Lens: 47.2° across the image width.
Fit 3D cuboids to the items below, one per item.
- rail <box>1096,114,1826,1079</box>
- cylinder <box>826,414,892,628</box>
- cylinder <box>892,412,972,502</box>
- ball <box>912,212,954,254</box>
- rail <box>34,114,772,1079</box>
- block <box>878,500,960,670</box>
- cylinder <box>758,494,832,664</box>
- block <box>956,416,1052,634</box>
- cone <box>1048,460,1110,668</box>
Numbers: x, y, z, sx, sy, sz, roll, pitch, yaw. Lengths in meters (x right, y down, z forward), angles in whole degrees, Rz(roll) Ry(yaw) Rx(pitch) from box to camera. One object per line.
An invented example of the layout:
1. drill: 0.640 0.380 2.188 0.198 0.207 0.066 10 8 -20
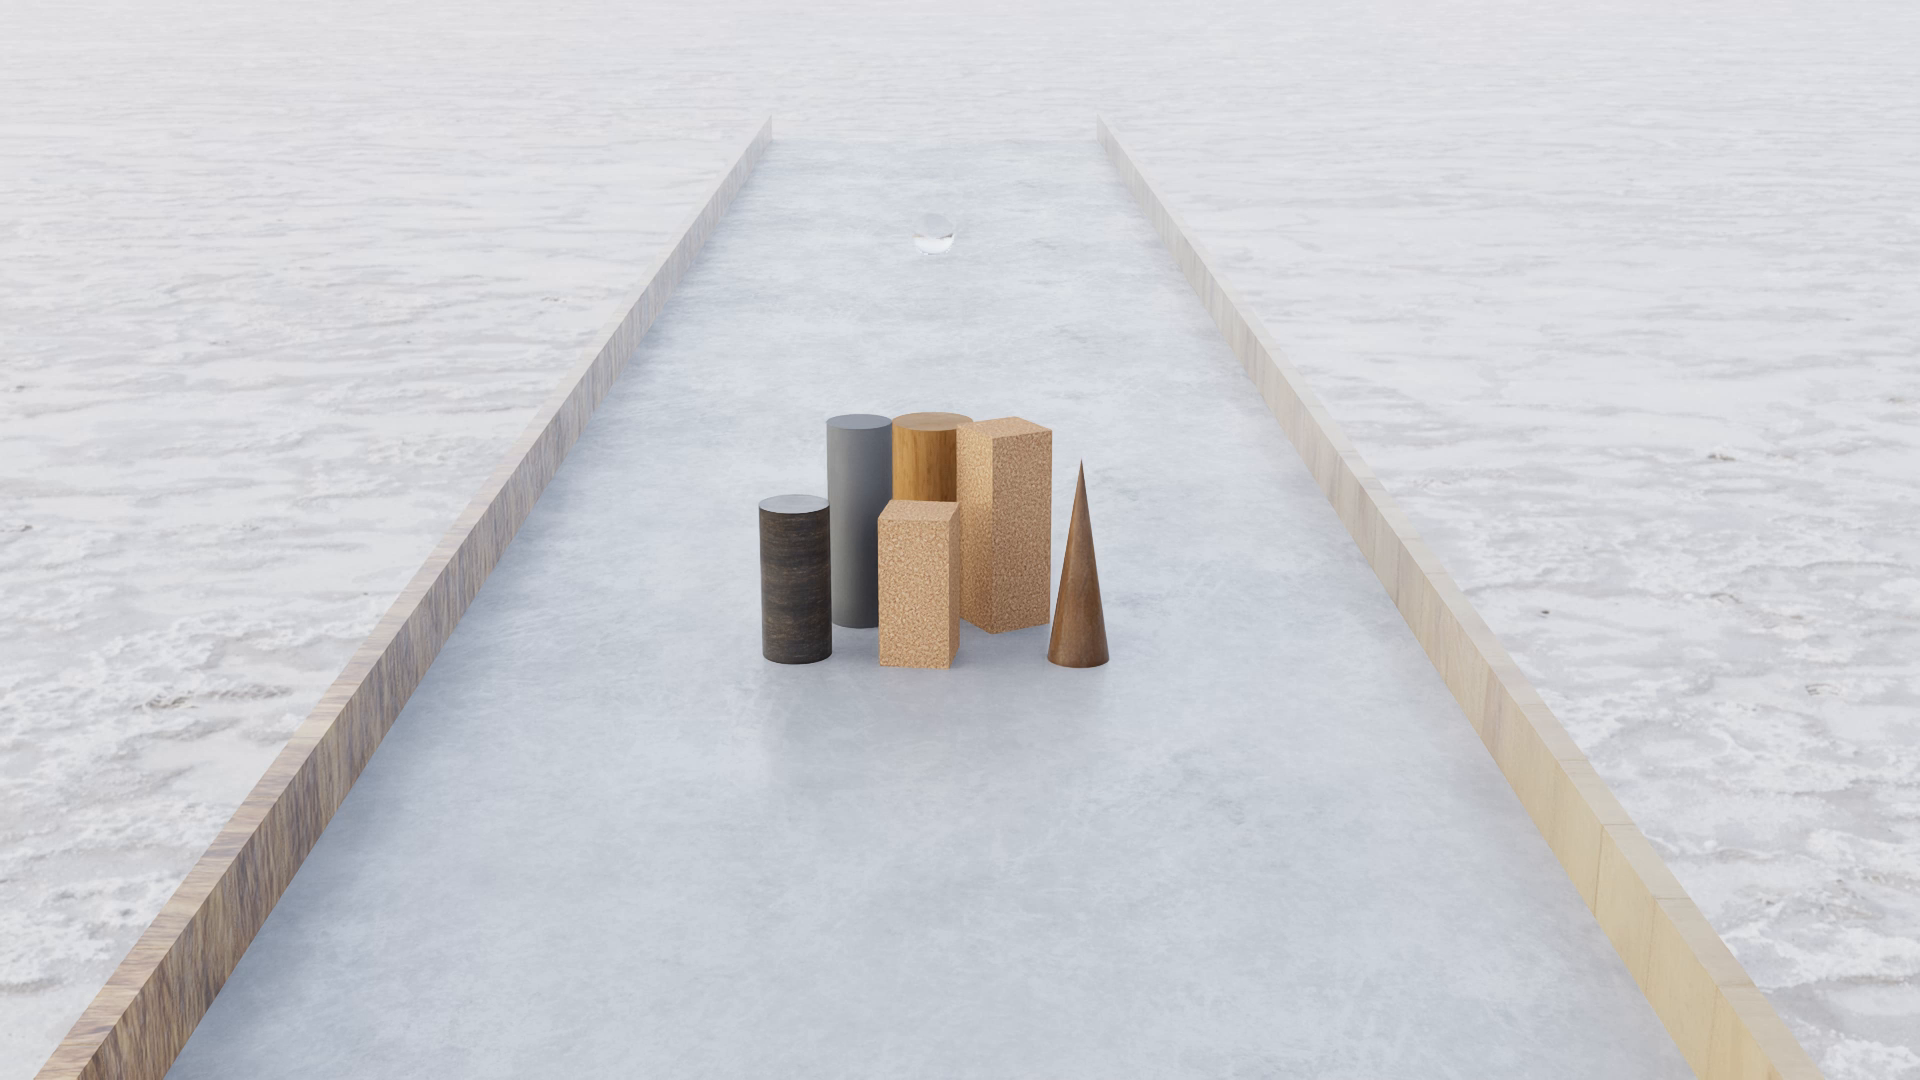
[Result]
1. rail: 0.932 -0.844 7.801 0.050 0.150 12.000 0 17 -1
2. cylinder: -0.209 -0.040 4.607 0.136 0.429 0.136 0 17 0
3. cylinder: -0.060 -0.084 4.867 0.178 0.367 0.178 0 17 0
4. ball: -0.114 -1.288 9.250 0.176 0.176 0.176 0 17 0
5. rail: -1.118 -0.838 7.780 0.050 0.150 12.000 0 17 -1
6. block: -0.081 0.088 4.396 0.140 0.305 0.140 2 17 8
7. cylinder: -0.330 0.078 4.413 0.141 0.314 0.141 0 17 0
8. block: 0.092 -0.033 4.601 0.144 0.419 0.144 -9 19 -29
9. cone: 0.238 0.037 4.371 0.126 0.417 0.126 0 17 0
